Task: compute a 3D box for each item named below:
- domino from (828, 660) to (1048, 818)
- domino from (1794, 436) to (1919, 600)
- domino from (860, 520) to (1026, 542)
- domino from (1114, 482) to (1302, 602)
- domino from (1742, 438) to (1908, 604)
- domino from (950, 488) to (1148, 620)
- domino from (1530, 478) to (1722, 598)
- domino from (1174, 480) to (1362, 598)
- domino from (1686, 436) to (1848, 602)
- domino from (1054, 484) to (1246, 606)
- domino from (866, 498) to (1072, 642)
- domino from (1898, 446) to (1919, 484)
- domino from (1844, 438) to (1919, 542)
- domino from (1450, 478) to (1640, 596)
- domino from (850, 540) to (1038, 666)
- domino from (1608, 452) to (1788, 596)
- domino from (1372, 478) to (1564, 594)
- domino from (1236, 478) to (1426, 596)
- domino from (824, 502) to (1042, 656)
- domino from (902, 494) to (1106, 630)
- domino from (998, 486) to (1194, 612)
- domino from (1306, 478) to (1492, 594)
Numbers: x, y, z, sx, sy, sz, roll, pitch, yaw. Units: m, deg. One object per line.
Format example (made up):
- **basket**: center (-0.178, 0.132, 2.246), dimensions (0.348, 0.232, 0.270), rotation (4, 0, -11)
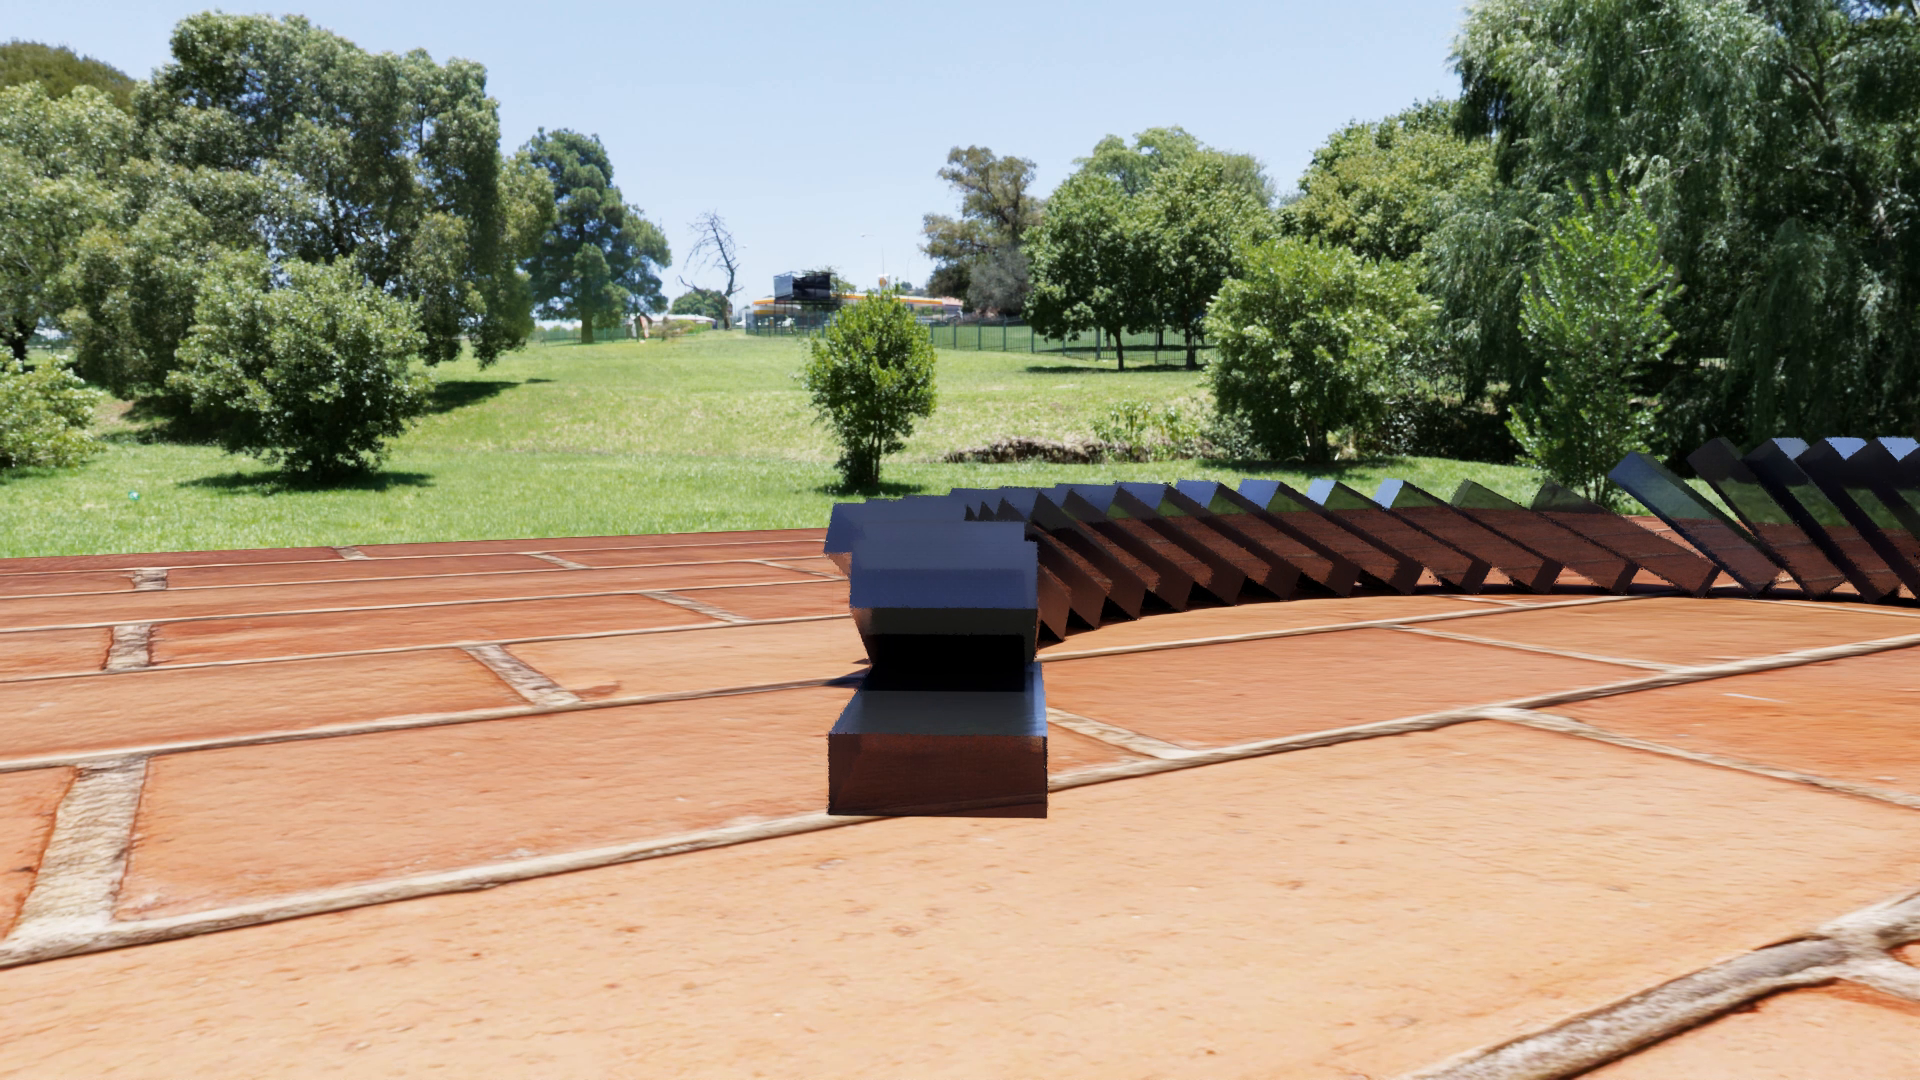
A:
- **domino**: center (-0.001, 0.025, 0.171), dimensions (0.025, 0.009, 0.050), rotation (0, 4, 3)
- **domino**: center (0.252, -0.006, 0.347), dimensions (0.025, 0.050, 0.009), rotation (-2, -36, -35)
- **domino**: center (-0.001, 0.011, 0.217), dimensions (0.025, 0.009, 0.050), rotation (0, -22, 4)
- **domino**: center (0.065, 0.000, 0.348), dimensions (0.050, 0.010, 0.025), rotation (30, -9, -24)
- **domino**: center (0.243, -0.006, 0.357), dimensions (0.025, 0.050, 0.009), rotation (-4, -35, -40)
- **domino**: center (0.020, 0.004, 0.302), dimensions (0.025, 0.009, 0.050), rotation (4, -23, 41)
- **domino**: center (0.191, -0.001, 0.371), dimensions (0.050, 0.009, 0.025), rotation (32, 16, 19)
- **domino**: center (0.084, -0.001, 0.359), dimensions (0.050, 0.009, 0.025), rotation (29, -4, -16)
- **domino**: center (0.228, -0.007, 0.362), dimensions (0.009, 0.050, 0.025), rotation (-44, -22, 31)
- **domino**: center (0.048, 0.001, 0.335), dimensions (0.050, 0.010, 0.025), rotation (31, -13, -31)
- **domino**: center (0.002, 0.007, 0.262), dimensions (0.025, 0.010, 0.050), rotation (2, -23, 27)
- **domino**: center (0.266, -0.004, 0.326), dimensions (0.025, 0.050, 0.009), rotation (-3, -35, -36)
- **domino**: center (0.259, -0.005, 0.336), dimensions (0.025, 0.050, 0.010), rotation (-3, -35, -36)
- **domino**: center (0.169, -0.001, 0.375), dimensions (0.050, 0.009, 0.025), rotation (30, 11, 12)
- **domino**: center (-0.001, 0.013, 0.195), dimensions (0.025, 0.010, 0.050), rotation (0, -20, 2)
- **domino**: center (0.213, -0.005, 0.369), dimensions (0.025, 0.010, 0.050), rotation (-1, 44, -51)
- **domino**: center (0.147, -0.002, 0.374), dimensions (0.050, 0.009, 0.025), rotation (29, 6, 3)
- **domino**: center (0.104, -0.001, 0.366), dimensions (0.050, 0.010, 0.025), rotation (28, -2, -12)
- **domino**: center (-0.004, 0.008, 0.241), dimensions (0.025, 0.009, 0.050), rotation (1, -24, 20)
- **domino**: center (0.010, 0.005, 0.283), dimensions (0.025, 0.009, 0.050), rotation (3, -23, 35)
- **domino**: center (0.033, 0.002, 0.320), dimensions (0.050, 0.010, 0.025), rotation (32, -16, -35)
- **domino**: center (0.126, -0.002, 0.373), dimensions (0.050, 0.009, 0.025), rotation (29, 5, -1)
